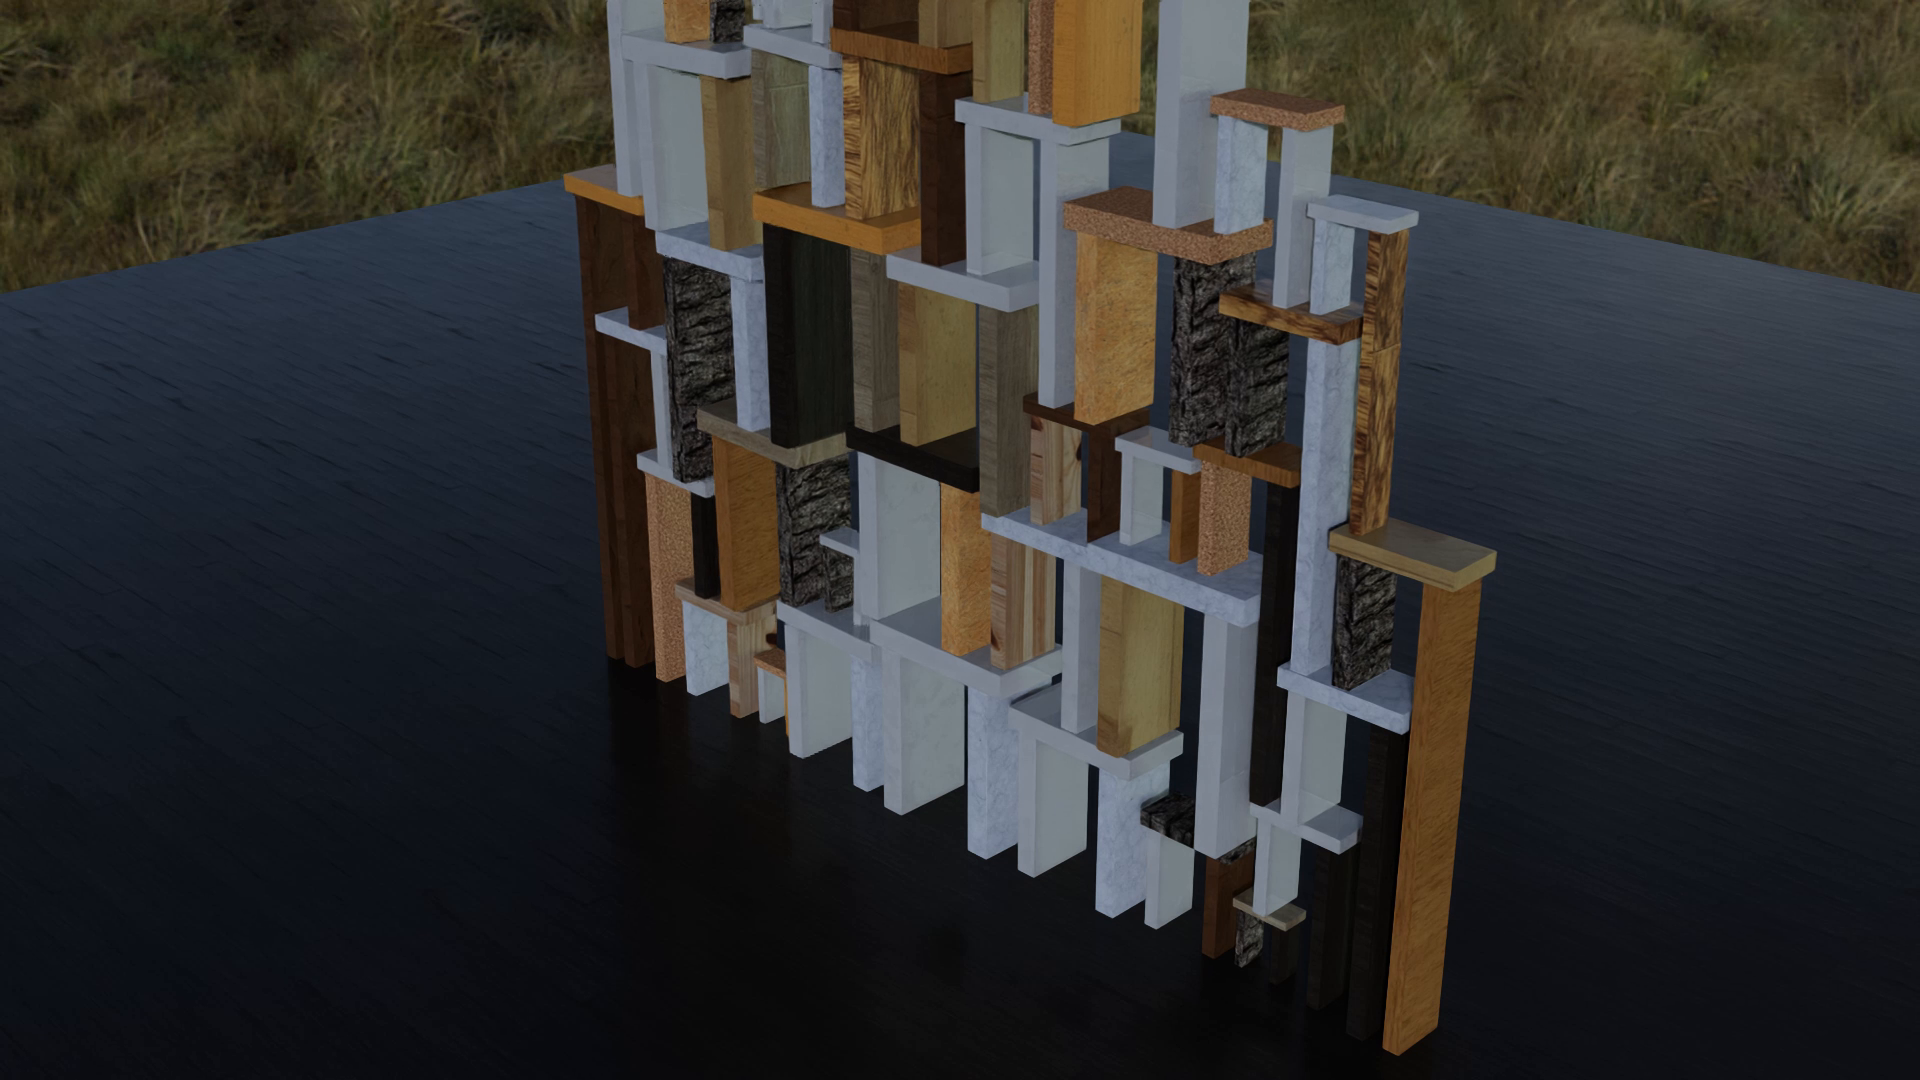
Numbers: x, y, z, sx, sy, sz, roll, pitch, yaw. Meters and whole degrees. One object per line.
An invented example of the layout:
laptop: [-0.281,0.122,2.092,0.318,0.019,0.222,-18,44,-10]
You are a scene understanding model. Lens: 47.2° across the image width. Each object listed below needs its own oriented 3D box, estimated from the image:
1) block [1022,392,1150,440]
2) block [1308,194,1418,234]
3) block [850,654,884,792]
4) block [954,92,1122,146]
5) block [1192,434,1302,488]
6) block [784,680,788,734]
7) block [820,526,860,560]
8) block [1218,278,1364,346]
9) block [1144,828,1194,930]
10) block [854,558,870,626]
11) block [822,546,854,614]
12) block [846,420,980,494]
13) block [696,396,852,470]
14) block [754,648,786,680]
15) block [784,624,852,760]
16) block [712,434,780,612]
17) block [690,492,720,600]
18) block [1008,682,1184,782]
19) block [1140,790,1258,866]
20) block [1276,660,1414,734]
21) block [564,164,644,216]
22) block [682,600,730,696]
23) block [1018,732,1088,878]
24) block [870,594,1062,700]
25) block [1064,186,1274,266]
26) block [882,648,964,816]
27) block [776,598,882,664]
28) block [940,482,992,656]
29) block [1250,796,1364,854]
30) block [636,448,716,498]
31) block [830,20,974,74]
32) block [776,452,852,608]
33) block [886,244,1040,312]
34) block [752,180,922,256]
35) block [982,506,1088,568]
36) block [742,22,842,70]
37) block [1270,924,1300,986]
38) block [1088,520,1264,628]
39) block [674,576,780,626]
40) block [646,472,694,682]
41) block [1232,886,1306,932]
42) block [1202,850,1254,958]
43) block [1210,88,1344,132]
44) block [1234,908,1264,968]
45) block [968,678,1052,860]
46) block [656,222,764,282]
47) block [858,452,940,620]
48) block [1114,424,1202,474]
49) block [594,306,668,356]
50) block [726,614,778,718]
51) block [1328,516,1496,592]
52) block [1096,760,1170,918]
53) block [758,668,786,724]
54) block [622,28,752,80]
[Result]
block: [0.222,-0.229,3.885,0.207,0.029,0.103,21,31,41]
block: [0.612,-0.496,3.341,0.075,0.021,0.150,-22,31,-40]
block: [-0.153,0.354,4.539,0.043,0.301,0.151,21,31,41]
block: [0.132,-0.727,3.771,0.266,0.038,0.133,21,31,40]
block: [0.496,-0.138,3.631,0.203,0.029,0.102,21,31,41]
block: [-0.347,0.354,4.756,0.019,0.133,0.067,21,31,41]
block: [-0.212,0.008,4.460,0.071,0.020,0.142,-18,27,-39]
block: [0.539,-0.363,3.483,0.117,0.033,0.234,-22,31,-40]
block: [0.389,0.608,4.067,0.029,0.204,0.102,21,31,41]
block: [-0.182,0.097,4.455,0.071,0.142,0.020,-17,26,-42]
block: [-0.246,0.073,4.521,0.071,0.142,0.020,-20,28,-40]
block: [-0.038,-0.179,4.187,0.172,0.049,0.344,-21,31,-40]
block: [-0.381,-0.229,4.536,0.159,0.045,0.319,-21,31,-39]
block: [-0.378,0.272,4.756,0.133,0.019,0.067,21,31,41]
block: [-0.296,0.299,4.668,0.151,0.302,0.043,-21,31,-40]
block: [-0.445,-0.059,4.708,0.045,0.402,0.159,23,34,40]
block: [-0.523,-0.004,4.789,0.035,0.245,0.122,22,31,40]
block: [0.251,0.354,4.101,0.302,0.043,0.151,21,31,41]
block: [0.437,0.519,3.977,0.102,0.029,0.204,-21,31,-41]
block: [0.659,0.243,3.613,0.124,0.035,0.248,-22,31,-40]
block: [-0.711,-0.745,4.666,0.255,0.036,0.127,23,33,39]
block: [-0.563,0.225,4.937,0.032,0.229,0.114,21,31,40]
block: [0.180,0.484,4.233,0.043,0.301,0.151,21,31,41]
block: [0.012,0.204,4.294,0.180,0.051,0.360,-21,31,-41]
block: [0.342,-0.522,3.630,0.158,0.045,0.317,-22,31,-40]
block: [-0.073,0.360,4.452,0.051,0.360,0.180,21,31,41]
block: [-0.225,0.167,4.538,0.151,0.043,0.301,-20,30,-39]
block: [0.043,0.034,4.189,0.172,0.344,0.049,-21,31,-41]
block: [0.603,0.477,3.777,0.094,0.027,0.189,-21,31,-41]
block: [-0.580,-0.155,4.787,0.122,0.035,0.245,-21,30,-40]
block: [-0.074,-0.884,3.919,0.151,0.043,0.301,-22,32,-40]
block: [-0.300,-0.033,4.543,0.159,0.319,0.045,-21,30,-40]
block: [0.031,-0.482,3.980,0.157,0.044,0.314,-22,31,-40]
block: [-0.209,-0.619,4.181,0.355,0.050,0.178,21,31,39]
block: [0.183,-0.021,4.014,0.136,0.039,0.272,-22,31,-40]
block: [-0.276,-0.931,4.122,0.131,0.037,0.261,-18,31,-38]
block: [0.576,0.726,3.901,0.017,0.117,0.059,21,31,41]
block: [0.408,0.052,3.806,0.174,0.049,0.347,-22,31,-40]
block: [-0.509,0.126,4.838,0.229,0.032,0.114,20,30,39]
block: [-0.636,0.070,4.948,0.035,0.506,0.122,22,31,40]
block: [0.549,0.653,3.900,0.058,0.017,0.117,-21,31,-41]
block: [0.485,0.645,3.978,0.029,0.204,0.102,21,31,41]
block: [0.490,-0.666,3.400,0.094,0.027,0.187,-21,31,-40]
block: [0.521,0.704,3.952,0.017,0.117,0.058,21,31,41]
block: [0.097,0.426,4.295,0.180,0.360,0.051,-21,31,-41]
block: [-0.457,-0.590,4.448,0.160,0.045,0.320,-20,29,-38]
block: [-0.118,-0.030,4.339,0.172,0.344,0.049,-21,31,-40]
block: [0.357,-0.155,3.766,0.169,0.024,0.085,21,31,41]
block: [-0.657,-0.455,4.740,0.129,0.037,0.258,-21,31,-39]
block: [-0.455,0.267,4.839,0.032,0.229,0.114,21,31,40]
block: [0.712,0.017,3.463,0.232,0.033,0.116,21,31,40]
block: [0.322,0.540,4.103,0.043,0.301,0.151,21,31,41]
block: [-0.409,0.329,4.814,0.019,0.133,0.067,21,31,41]
block: [-0.498,-0.966,4.339,0.171,0.048,0.342,-20,29,-38]
